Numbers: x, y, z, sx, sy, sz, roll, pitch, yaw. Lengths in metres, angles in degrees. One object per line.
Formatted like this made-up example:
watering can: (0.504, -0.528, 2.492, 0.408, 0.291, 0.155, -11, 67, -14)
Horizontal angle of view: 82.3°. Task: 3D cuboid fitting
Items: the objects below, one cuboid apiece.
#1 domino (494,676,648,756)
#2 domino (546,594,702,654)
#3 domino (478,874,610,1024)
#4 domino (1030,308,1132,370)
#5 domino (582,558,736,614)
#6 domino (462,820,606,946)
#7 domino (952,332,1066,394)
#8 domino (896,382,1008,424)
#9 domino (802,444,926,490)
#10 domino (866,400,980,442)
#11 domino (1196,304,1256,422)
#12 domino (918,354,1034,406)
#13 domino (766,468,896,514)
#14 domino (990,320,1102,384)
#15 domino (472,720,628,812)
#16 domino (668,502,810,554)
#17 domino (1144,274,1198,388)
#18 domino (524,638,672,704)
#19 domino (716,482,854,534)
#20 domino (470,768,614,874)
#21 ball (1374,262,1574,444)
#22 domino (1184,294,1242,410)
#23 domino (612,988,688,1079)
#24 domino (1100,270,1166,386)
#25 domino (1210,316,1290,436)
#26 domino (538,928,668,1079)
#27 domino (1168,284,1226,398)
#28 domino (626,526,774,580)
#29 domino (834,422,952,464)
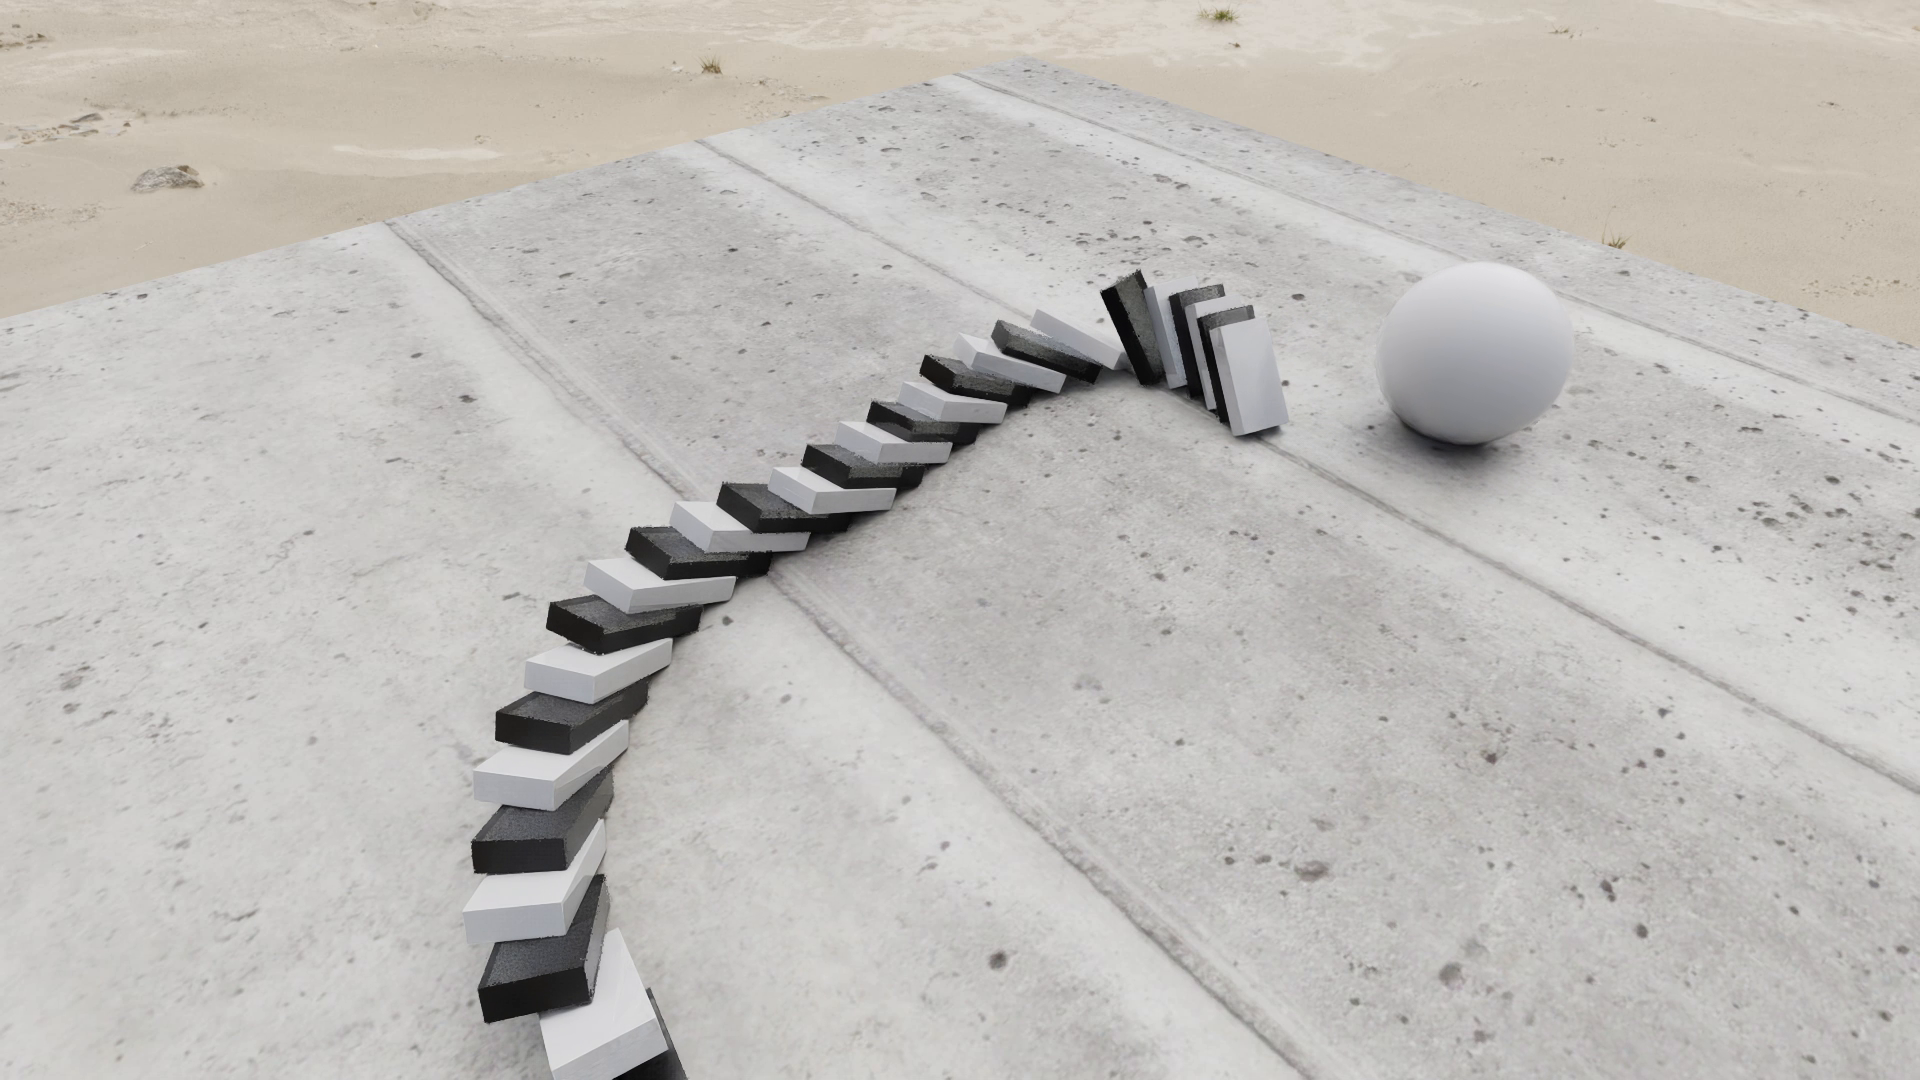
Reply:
domino: (-0.125, 0.055, 0.359, 0.025, 0.010, 0.050, 8, 11, 10)
domino: (-0.118, 0.027, 0.391, 0.025, 0.010, 0.050, 20, 14, 23)
domino: (-0.110, 0.108, 0.294, 0.025, 0.009, 0.050, -9, 11, -11)
domino: (0.063, -0.101, 0.553, 0.050, 0.009, 0.025, 32, 23, 21)
domino: (-0.110, 0.015, 0.406, 0.025, 0.009, 0.050, 26, 16, 29)
domino: (-0.118, 0.095, 0.310, 0.025, 0.010, 0.050, -4, 11, -5)
domino: (0.024, -0.085, 0.529, 0.050, 0.009, 0.025, 10, 25, -28)
domino: (-0.003, -0.063, 0.502, 0.025, 0.010, 0.050, 28, 19, 30)
domino: (-0.040, -0.031, 0.464, 0.025, 0.010, 0.050, 28, 19, 30)
domino: (-0.016, -0.052, 0.490, 0.025, 0.009, 0.050, 28, 19, 30)
domino: (0.130, -0.083, 0.516, 0.025, 0.050, 0.009, -16, 5, -18)
domino: (0.008, -0.075, 0.517, 0.050, 0.009, 0.025, 2, 27, -42)
domino: (-0.052, -0.021, 0.451, 0.025, 0.010, 0.050, 28, 19, 30)
domino: (0.042, -0.092, 0.536, 0.050, 0.010, 0.025, 15, 23, -21)
domino: (-0.126, 0.068, 0.343, 0.025, 0.010, 0.050, 6, 12, 7)
domino: (-0.086, -0.005, 0.431, 0.025, 0.010, 0.050, 32, 20, 33)
domino: (0.109, -0.102, 0.539, 0.025, 0.050, 0.009, -18, 6, -21)
domino: (-0.122, 0.042, 0.374, 0.025, 0.010, 0.050, 10, 11, 12)
domino: (-0.070, -0.013, 0.441, 0.025, 0.010, 0.050, 32, 20, 33)
domino: (-0.122, 0.082, 0.326, 0.025, 0.009, 0.050, -1, 11, -2)
ball: (0.227, -0.082, 0.488, 0.080, 0.080, 0.080, 0, 39, 0)
domino: (0.126, -0.090, 0.524, 0.025, 0.050, 0.009, -16, 5, -18)
domino: (-0.080, 0.140, 0.273, 0.025, 0.010, 0.050, -21, 44, -24)
domino: (0.089, -0.104, 0.541, 0.010, 0.050, 0.025, -13, 19, 46)
domino: (0.133, -0.075, 0.507, 0.025, 0.050, 0.009, -16, 5, -18)
domino: (-0.093, 0.119, 0.280, 0.025, 0.010, 0.050, -21, 16, -24)
domino: (0.119, -0.096, 0.532, 0.025, 0.050, 0.010, -15, 5, -18)
domino: (-0.099, 0.004, 0.420, 0.025, 0.010, 0.050, 31, 19, 32)
domino: (-0.028, -0.042, 0.478, 0.025, 0.010, 0.050, 28, 19, 30)
